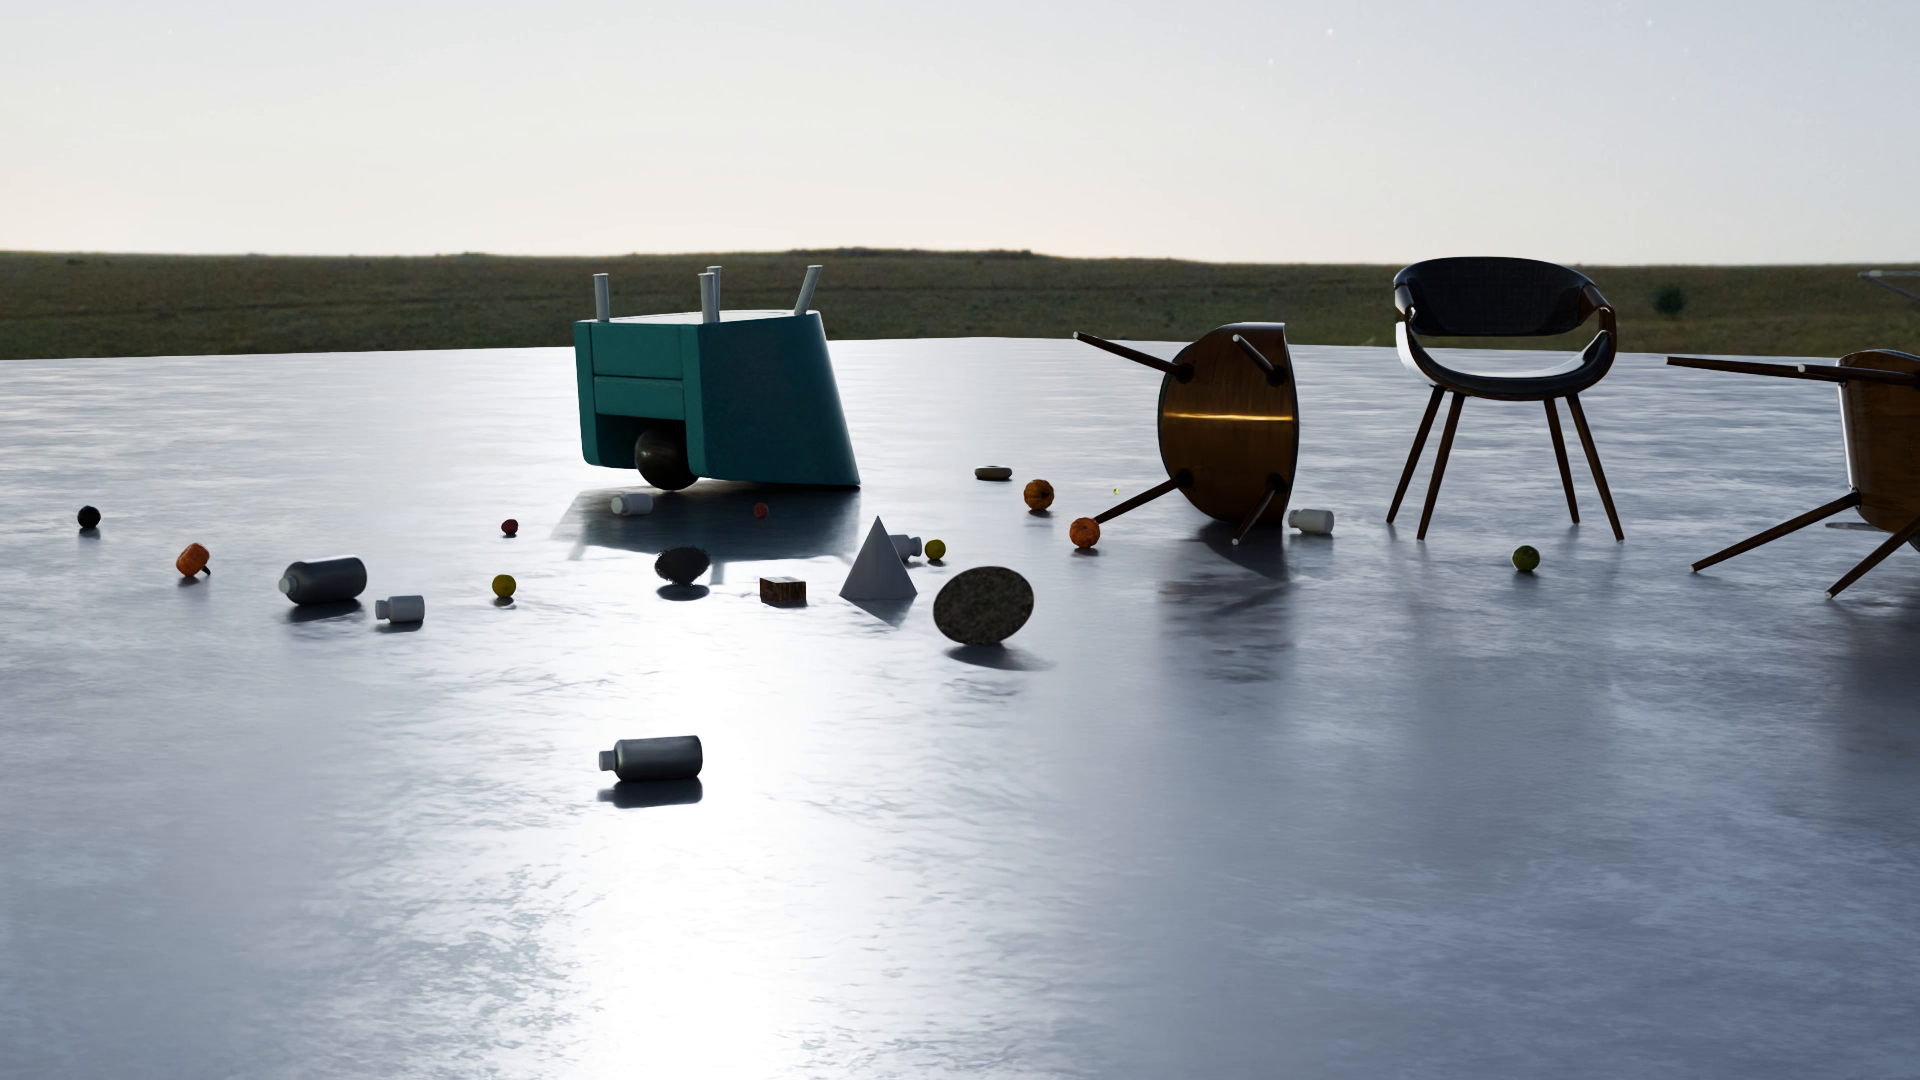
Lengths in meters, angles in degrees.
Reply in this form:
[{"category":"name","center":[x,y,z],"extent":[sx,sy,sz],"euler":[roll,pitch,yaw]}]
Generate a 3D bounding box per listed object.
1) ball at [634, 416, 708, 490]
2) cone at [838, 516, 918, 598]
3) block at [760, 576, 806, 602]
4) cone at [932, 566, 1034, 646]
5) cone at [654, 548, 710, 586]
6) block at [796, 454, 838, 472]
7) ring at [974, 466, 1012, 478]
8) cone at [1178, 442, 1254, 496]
[{"category":"ball","center":[-0.886,-0.265,7.870],"extent":[0.228,0.228,0.228],"euler":[0,6,0]},{"category":"cone","center":[-0.169,0.030,5.306],"extent":[0.170,0.168,0.117],"euler":[-2,6,-18]},{"category":"block","center":[-0.364,0.099,5.264],"extent":[0.066,0.038,0.102],"euler":[-3,6,-23]},{"category":"cone","center":[0.052,0.147,4.668],"extent":[0.188,0.181,0.094],"euler":[5,-37,19]},{"category":"cone","center":[-0.588,0.077,5.465],"extent":[0.119,0.107,0.067],"euler":[-1,44,-17]},{"category":"block","center":[-0.487,-0.259,8.693],"extent":[0.119,0.049,0.109],"euler":[-2,6,-17]},{"category":"ring","center":[0.108,-0.222,8.384],"extent":[0.115,0.038,0.154],"euler":[-5,7,-31]},{"category":"cone","center":[0.795,-0.179,7.780],"extent":[0.238,0.158,0.234],"euler":[-3,25,-3]}]
